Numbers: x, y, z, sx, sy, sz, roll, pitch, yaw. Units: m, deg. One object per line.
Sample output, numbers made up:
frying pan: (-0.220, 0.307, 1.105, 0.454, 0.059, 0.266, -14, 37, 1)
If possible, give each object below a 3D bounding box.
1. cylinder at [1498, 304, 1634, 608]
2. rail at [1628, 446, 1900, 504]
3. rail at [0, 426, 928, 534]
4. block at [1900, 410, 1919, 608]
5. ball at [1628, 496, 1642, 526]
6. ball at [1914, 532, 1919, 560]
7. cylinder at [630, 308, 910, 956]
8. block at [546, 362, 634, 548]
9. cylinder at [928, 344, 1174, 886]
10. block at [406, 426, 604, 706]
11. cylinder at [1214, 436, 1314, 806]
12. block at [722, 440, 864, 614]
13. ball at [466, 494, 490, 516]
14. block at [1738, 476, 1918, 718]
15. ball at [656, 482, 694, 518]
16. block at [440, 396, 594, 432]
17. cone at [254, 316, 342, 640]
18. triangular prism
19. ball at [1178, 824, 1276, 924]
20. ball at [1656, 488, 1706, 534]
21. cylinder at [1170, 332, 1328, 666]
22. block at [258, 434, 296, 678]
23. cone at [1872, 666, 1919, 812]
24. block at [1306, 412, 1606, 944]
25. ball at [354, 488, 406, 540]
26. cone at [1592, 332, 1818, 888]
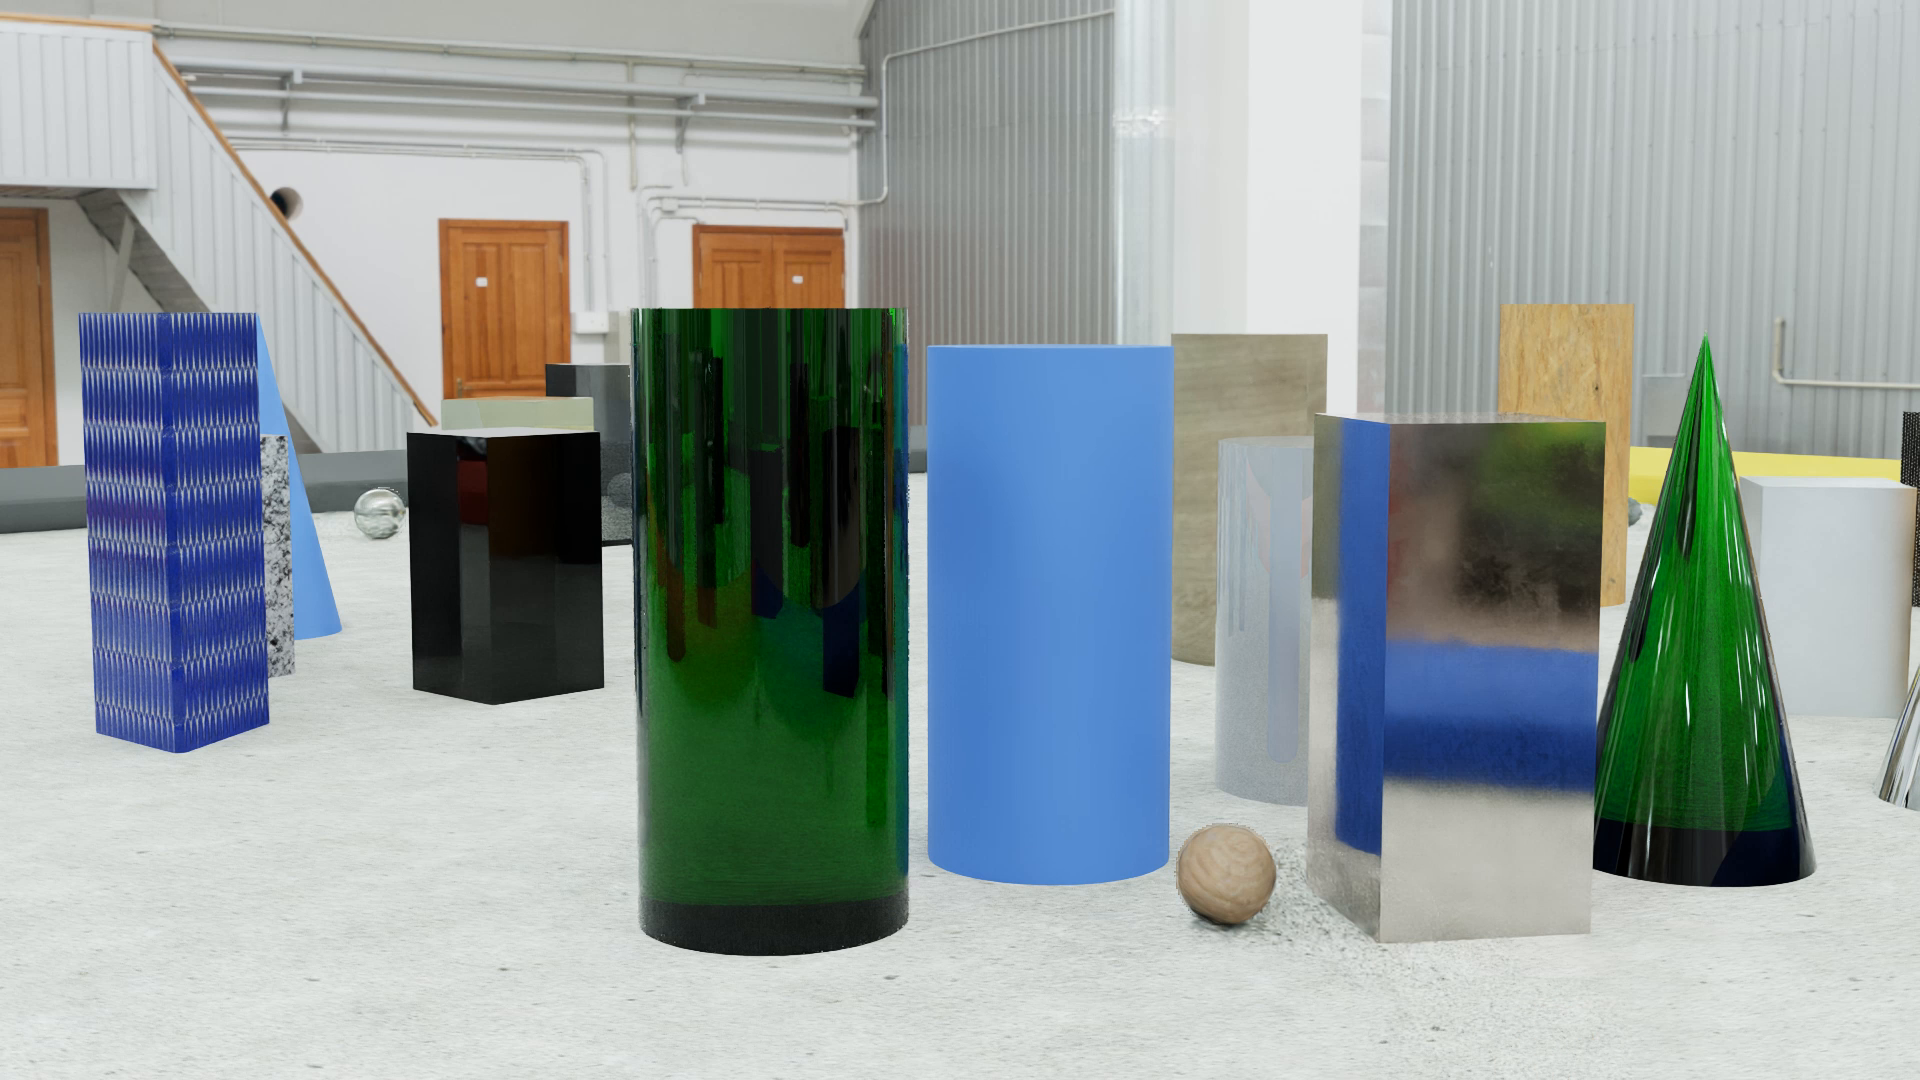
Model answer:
cylinder: (0.927, -0.134, 3.381, 0.198, 0.454, 0.198, 0, 6, 0)
rail: (1.716, -0.131, 4.907, 0.045, 0.129, 4.184, -5, 8, -42)
rail: (-1.403, -0.124, 4.844, 4.717, 0.129, 0.045, -5, 8, -42)
block: (1.530, -0.045, 3.298, 0.159, 0.293, 0.159, -3, 7, -25)
ball: (1.373, -0.058, 4.535, 0.063, 0.063, 0.063, 0, 6, 0)
ball: (1.717, 0.012, 3.925, 0.052, 0.052, 0.052, 0, 6, 0)
cylinder: (-0.136, 0.056, 1.597, 0.198, 0.446, 0.198, 0, 6, 0)
block: (-0.685, -0.167, 4.237, 0.159, 0.343, 0.159, -5, 8, -41)
cylinder: (0.073, 0.051, 1.786, 0.198, 0.416, 0.198, 0, 6, 0)
block: (-0.533, 0.025, 2.583, 0.159, 0.304, 0.159, 5, 8, 42)
cylinder: (0.339, 0.070, 2.057, 0.198, 0.323, 0.198, 0, 6, 0)
block: (-0.254, -0.024, 3.337, 0.159, 0.243, 0.159, -3, 7, -29)
ball: (-1.044, -0.076, 4.764, 0.051, 0.051, 0.051, 0, 6, 0)
block: (0.972, 0.060, 2.485, 0.159, 0.253, 0.159, 1, 6, 10)
ball: (-0.613, -0.086, 4.729, 0.078, 0.078, 0.078, 0, 6, 0)
block: (-0.650, -0.051, 3.249, 0.159, 0.316, 0.159, 2, 6, 22)
cone: (-0.962, -0.093, 3.036, 0.198, 0.443, 0.198, 0, 6, 0)
triangular prism: (-0.801, -0.016, 2.308, 0.172, 0.442, 0.149, 5, 8, 42)
ball: (0.194, 0.244, 1.602, 0.072, 0.072, 0.072, 0, 6, 0)
ball: (1.436, -0.057, 4.382, 0.094, 0.094, 0.094, 0, 6, 0)
cylinder: (0.369, -0.057, 2.824, 0.198, 0.415, 0.198, 0, 6, 0)
block: (-0.928, 0.021, 2.671, 0.159, 0.293, 0.159, 4, 7, 35)
cone: (0.941, 0.067, 1.992, 0.198, 0.343, 0.198, 0, 6, 0)
block: (0.360, 0.093, 1.622, 0.159, 0.367, 0.159, -1, 6, -10)
ball: (-1.132, -0.050, 4.289, 0.099, 0.099, 0.099, 0, 6, 0)
cone: (0.596, 0.045, 1.780, 0.198, 0.431, 0.198, 0, 6, 0)
